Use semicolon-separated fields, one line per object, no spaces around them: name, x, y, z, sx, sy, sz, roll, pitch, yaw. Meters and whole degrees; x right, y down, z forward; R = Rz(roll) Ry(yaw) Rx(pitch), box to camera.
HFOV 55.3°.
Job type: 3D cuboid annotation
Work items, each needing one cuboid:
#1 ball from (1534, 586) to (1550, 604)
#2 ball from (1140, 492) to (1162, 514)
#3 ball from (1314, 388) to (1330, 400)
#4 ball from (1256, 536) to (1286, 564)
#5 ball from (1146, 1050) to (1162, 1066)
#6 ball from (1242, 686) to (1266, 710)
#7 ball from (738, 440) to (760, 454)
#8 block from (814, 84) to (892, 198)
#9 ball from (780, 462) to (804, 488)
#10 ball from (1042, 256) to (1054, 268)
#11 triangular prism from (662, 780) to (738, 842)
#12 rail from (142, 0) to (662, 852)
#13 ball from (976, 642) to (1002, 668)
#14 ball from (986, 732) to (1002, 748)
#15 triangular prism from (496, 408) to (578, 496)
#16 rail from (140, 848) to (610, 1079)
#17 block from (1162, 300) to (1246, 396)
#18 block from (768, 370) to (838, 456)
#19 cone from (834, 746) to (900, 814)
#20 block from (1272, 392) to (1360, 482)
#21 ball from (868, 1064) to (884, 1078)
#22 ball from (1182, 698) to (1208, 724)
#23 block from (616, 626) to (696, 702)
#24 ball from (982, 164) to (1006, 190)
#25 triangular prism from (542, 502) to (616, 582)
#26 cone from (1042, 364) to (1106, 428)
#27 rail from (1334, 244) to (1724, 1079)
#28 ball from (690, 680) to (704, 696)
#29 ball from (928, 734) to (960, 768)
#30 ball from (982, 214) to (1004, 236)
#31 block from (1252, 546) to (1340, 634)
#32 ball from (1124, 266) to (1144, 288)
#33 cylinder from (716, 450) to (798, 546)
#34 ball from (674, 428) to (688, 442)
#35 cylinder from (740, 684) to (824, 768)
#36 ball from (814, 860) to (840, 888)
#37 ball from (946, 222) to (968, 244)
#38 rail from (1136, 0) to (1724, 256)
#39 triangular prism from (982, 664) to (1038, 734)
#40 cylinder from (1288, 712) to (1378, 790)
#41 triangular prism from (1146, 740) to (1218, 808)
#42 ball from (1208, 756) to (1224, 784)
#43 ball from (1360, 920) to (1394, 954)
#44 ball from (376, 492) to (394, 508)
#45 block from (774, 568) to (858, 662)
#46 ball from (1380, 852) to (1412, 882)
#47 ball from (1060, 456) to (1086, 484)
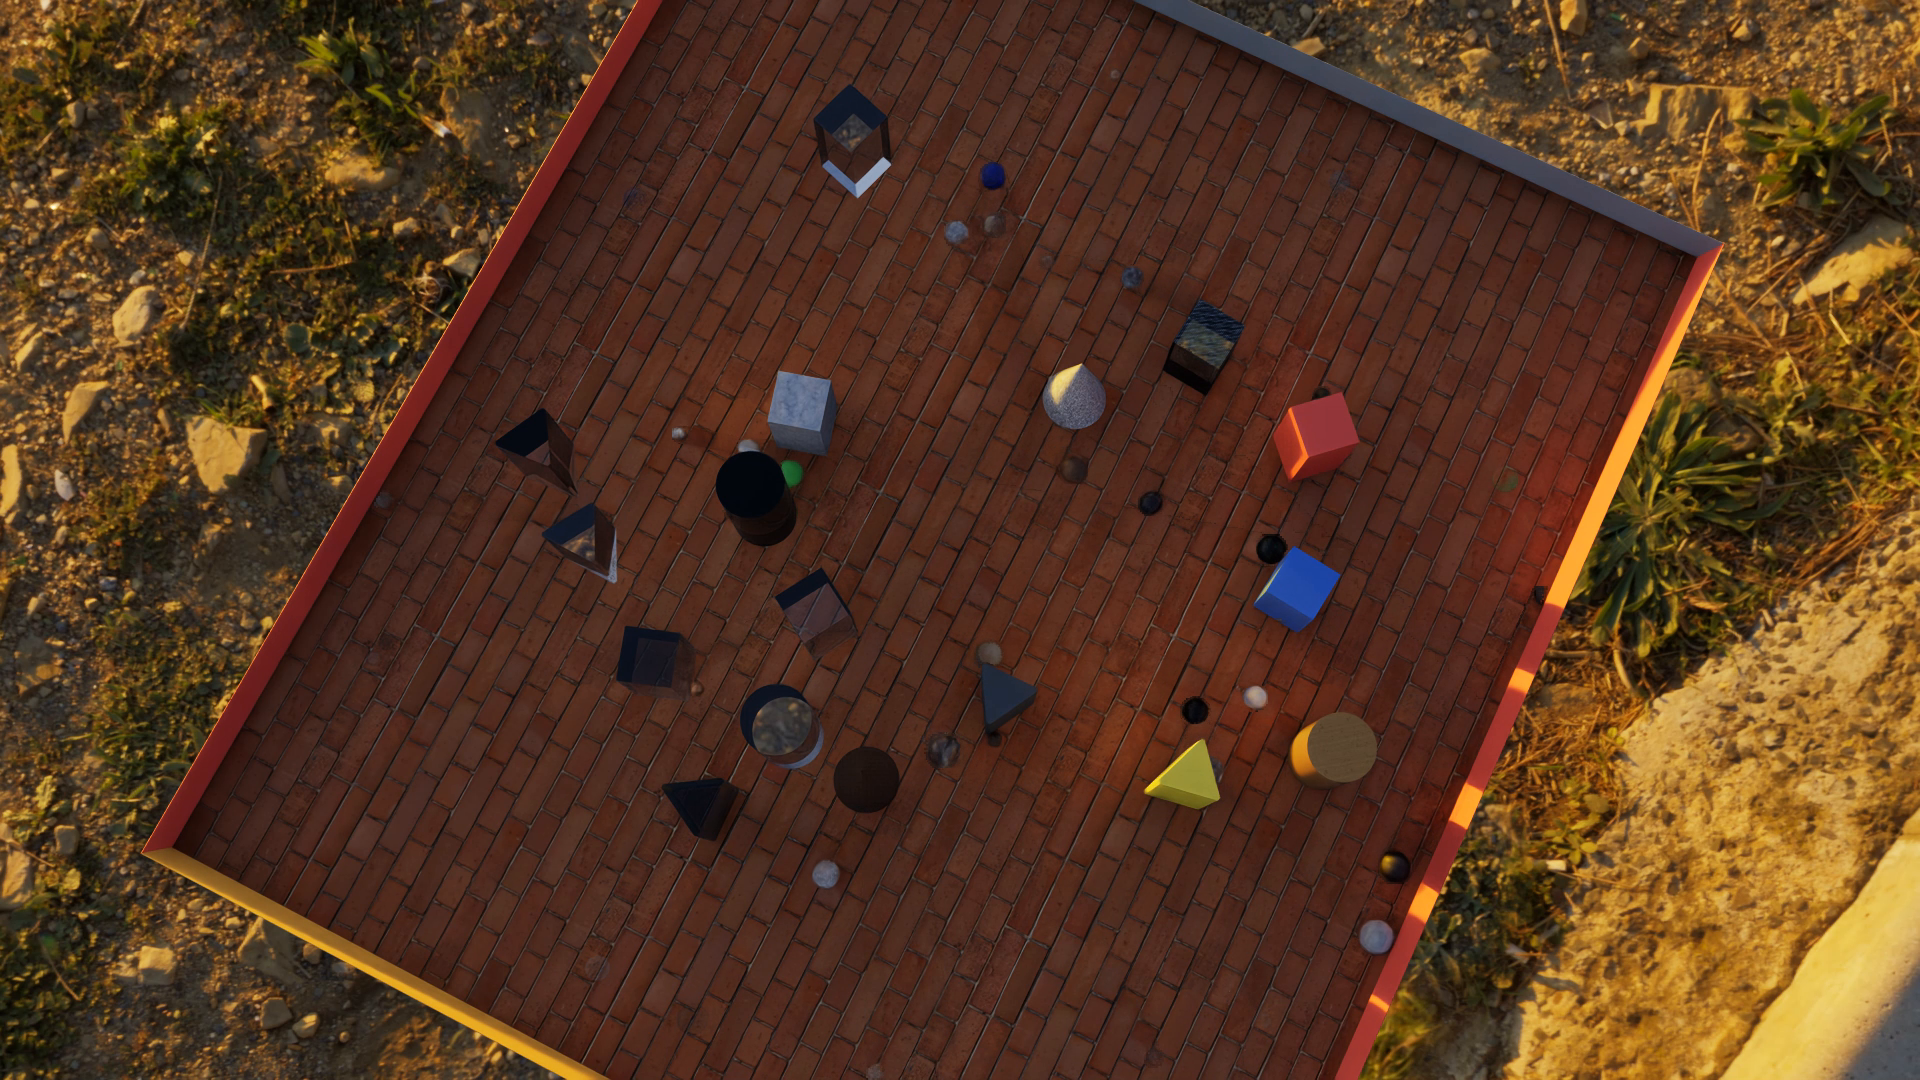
ball;1.767;0.168;5.556;0.051;0.051;0.051;0;78;0
ball;0.586;-0.114;5.606;0.068;0.068;0.068;0;78;0
ball;1.125;-0.447;5.684;0.049;0.049;0.049;0;78;0
ball;0.945;0.029;5.566;0.088;0.088;0.088;0;78;0
ball;0.559;1.492;5.285;0.045;0.045;0.045;0;78;0
ball;0.882;0.471;5.483;0.071;0.071;0.071;0;78;0
ball;-0.648;-0.275;5.638;0.070;0.070;0.070;0;78;0
block;-0.330;-1.235;5.690;0.158;0.357;0.158;43;81;8
ball;-0.519;-0.201;5.618;0.079;0.079;0.079;0;78;0
ball;0.277;-0.877;5.777;0.042;0.042;0.042;0;78;0
triangular prism;-0.720;0.746;5.275;0.148;0.366;0.171;-35;80;-7
rail;-1.501;-0.728;5.701;0.045;0.129;3.786;26;80;5
ball;0.088;0.345;5.504;0.080;0.080;0.080;0;78;0
ball;0.103;0.596;5.470;0.046;0.046;0.046;0;78;0
triangular prism;-1.228;-0.272;5.468;0.171;0.401;0.148;22;79;4
rail;-0.836;1.644;5.210;3.405;0.129;0.045;26;80;5
block;0.741;-0.585;5.591;0.158;0.286;0.158;32;80;6
block;-0.473;-0.379;5.543;0.158;0.298;0.158;11;79;2
cone;-0.279;0.681;5.303;0.198;0.337;0.198;0;78;0
block;1.068;-0.305;5.517;0.158;0.319;0.158;-17;79;-3
ball;-0.243;1.530;5.278;0.043;0.043;0.043;0;78;0
ball;0.703;0.512;5.471;0.077;0.077;0.077;0;78;0
block;-0.885;0.366;5.365;0.158;0.344;0.158;7;78;2
ball;0.106;-1.151;5.815;0.078;0.078;0.078;0;78;0
triangular prism;-1.093;-0.008;5.442;0.171;0.345;0.148;27;80;5
cone;0.357;-0.478;5.528;0.198;0.368;0.198;0;78;0
rail;1.501;0.742;5.396;0.045;0.129;3.786;26;80;5
ball;-0.790;0.444;5.502;0.044;0.044;0.044;0;78;0
ball;-0.048;0.626;5.436;0.099;0.099;0.099;0;78;0
ball;0.106;-0.996;5.786;0.072;0.072;0.072;0;78;0
block;1.000;0.150;5.456;0.158;0.254;0.158;32;80;6
ball;0.545;-0.824;5.753;0.066;0.066;0.066;0;78;0
cylinder;-0.599;-0.118;5.435;0.198;0.404;0.198;0;78;0
ball;-0.863;-0.326;5.663;0.041;0.041;0.041;0;78;0
cylinder;-0.507;0.541;5.269;0.198;0.461;0.198;0;78;0
ball;-0.391;0.979;5.374;0.078;0.078;0.078;0;78;0
ball;-0.008;-0.967;5.780;0.071;0.071;0.071;0;78;0
rail;0.836;-1.630;5.887;3.405;0.129;0.045;26;80;5
triangular prism;0.108;0.445;5.365;0.171;0.312;0.148;-34;80;-7
cylinder;1.079;0.617;5.329;0.198;0.314;0.198;0;78;0
triangular prism;0.652;0.663;5.265;0.171;0.420;0.148;16;79;3
ball;0.736;0.683;5.430;0.089;0.089;0.089;0;78;0
ball;1.212;1.153;5.328;0.098;0.098;0.098;0;78;0
ball;-1.762;-0.121;5.616;0.051;0.051;0.051;0;78;0
block;-0.417;0.222;5.379;0.158;0.374;0.158;-32;80;-6
ball;1.277;0.958;5.372;0.091;0.091;0.091;0;78;0
ball;0.347;-0.215;5.620;0.082;0.082;0.082;0;78;0
